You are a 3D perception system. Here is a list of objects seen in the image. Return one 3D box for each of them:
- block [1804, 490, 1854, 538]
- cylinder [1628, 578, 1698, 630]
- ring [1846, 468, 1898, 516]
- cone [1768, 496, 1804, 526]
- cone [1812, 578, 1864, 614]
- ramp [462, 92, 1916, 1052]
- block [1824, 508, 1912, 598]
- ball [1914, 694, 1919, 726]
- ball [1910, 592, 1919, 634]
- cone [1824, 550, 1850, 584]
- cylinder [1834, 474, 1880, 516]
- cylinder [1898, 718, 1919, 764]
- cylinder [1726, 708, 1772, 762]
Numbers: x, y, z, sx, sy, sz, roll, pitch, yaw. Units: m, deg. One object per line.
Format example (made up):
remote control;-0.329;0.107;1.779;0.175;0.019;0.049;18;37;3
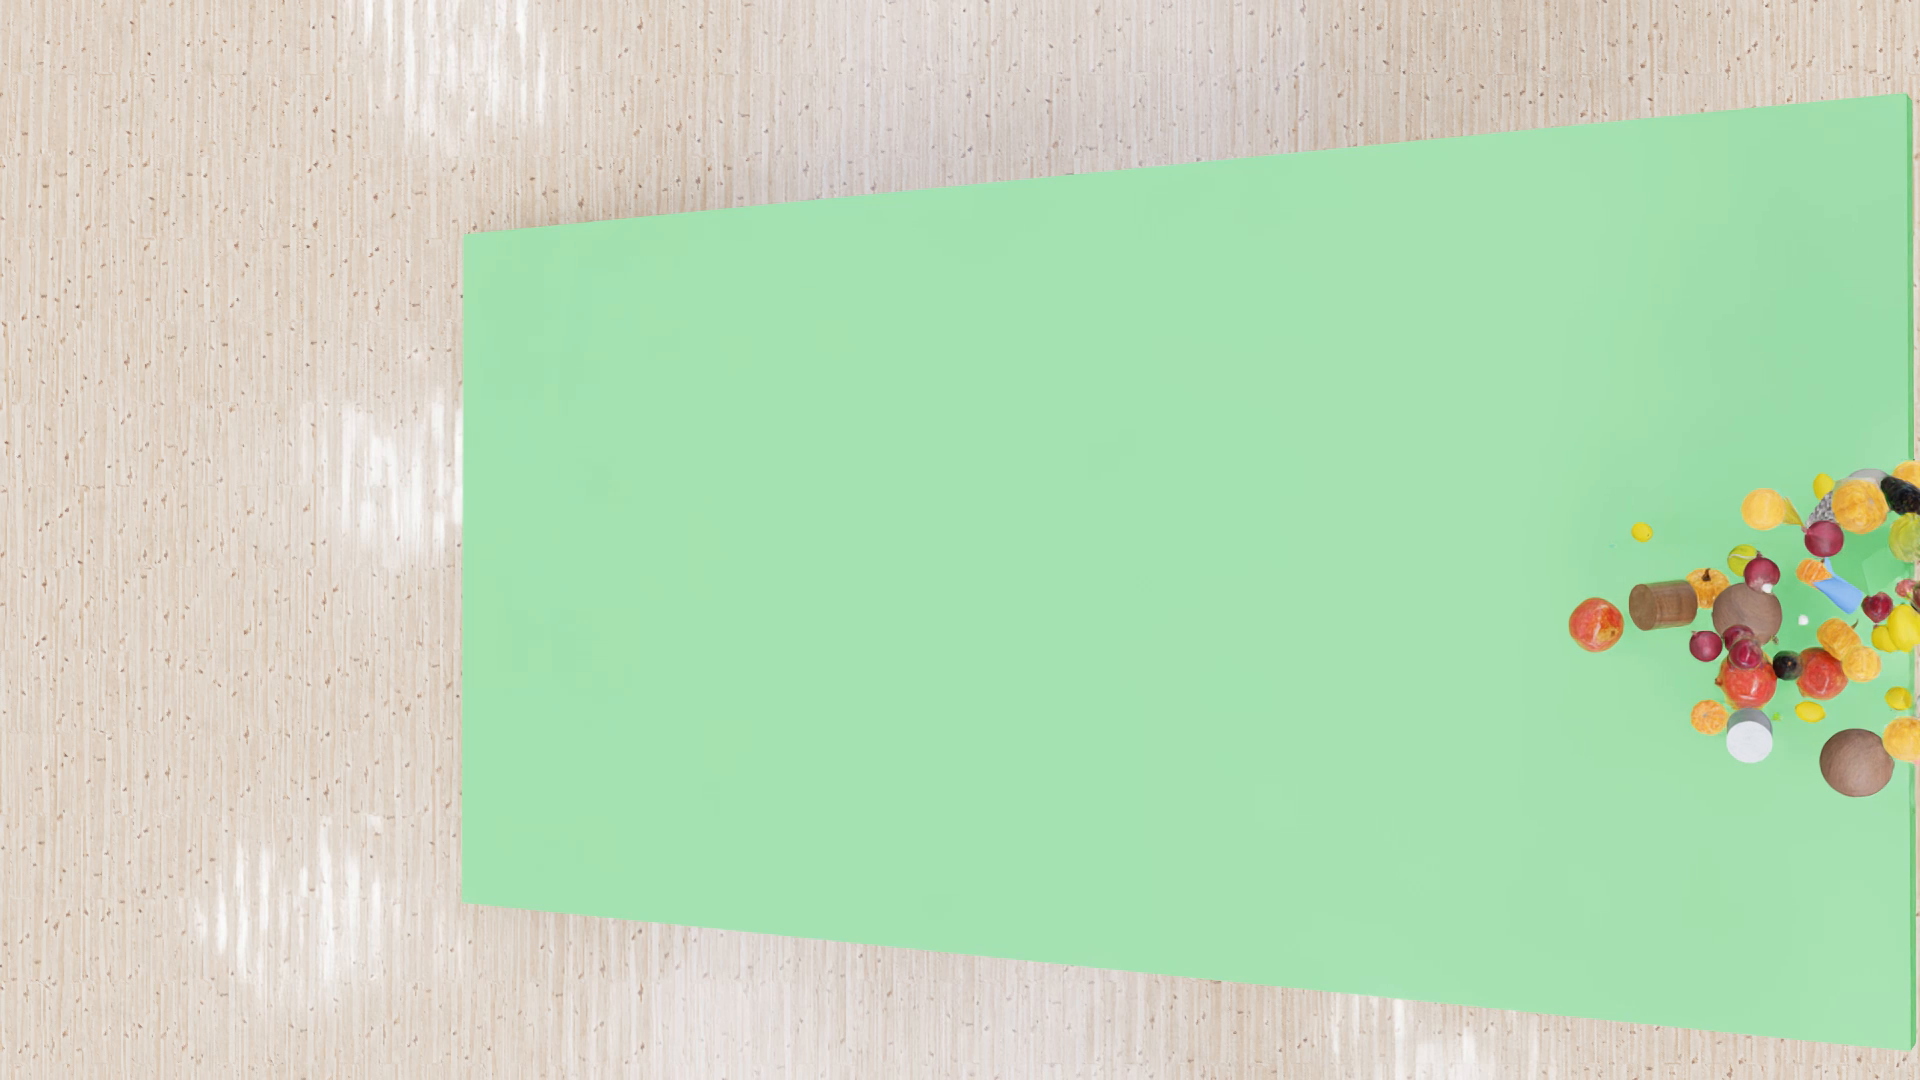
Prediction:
block;1.622;-0.042;4.077;0.069;0.069;0.069;39;116;22
cylinder;1.377;0.127;4.307;0.093;0.093;0.093;-6;89;-18
ring;1.811;-0.093;4.377;0.106;0.035;0.106;-6;69;14
cone;1.524;-0.041;4.029;0.057;0.057;0.057;-48;56;0
cone;1.646;0.090;4.147;0.083;0.083;0.083;14;89;-3
ramp;0.270;0.075;5.628;4.000;0.100;2.000;0;89;30
block;1.541;0.021;3.732;0.089;0.089;0.089;-36;128;-4
ball;1.606;0.279;3.588;0.092;0.092;0.092;0;89;0
ball;1.593;0.120;3.573;0.093;0.093;0.093;0;89;0
cone;1.602;0.027;3.983;0.098;0.098;0.098;0;92;7
cylinder;1.552;-0.077;3.805;0.059;0.059;0.059;-19;89;23
cylinder;1.674;0.346;3.805;0.071;0.071;0.071;13;113;0
cylinder;1.551;0.383;4.320;0.085;0.085;0.085;5;106;18
